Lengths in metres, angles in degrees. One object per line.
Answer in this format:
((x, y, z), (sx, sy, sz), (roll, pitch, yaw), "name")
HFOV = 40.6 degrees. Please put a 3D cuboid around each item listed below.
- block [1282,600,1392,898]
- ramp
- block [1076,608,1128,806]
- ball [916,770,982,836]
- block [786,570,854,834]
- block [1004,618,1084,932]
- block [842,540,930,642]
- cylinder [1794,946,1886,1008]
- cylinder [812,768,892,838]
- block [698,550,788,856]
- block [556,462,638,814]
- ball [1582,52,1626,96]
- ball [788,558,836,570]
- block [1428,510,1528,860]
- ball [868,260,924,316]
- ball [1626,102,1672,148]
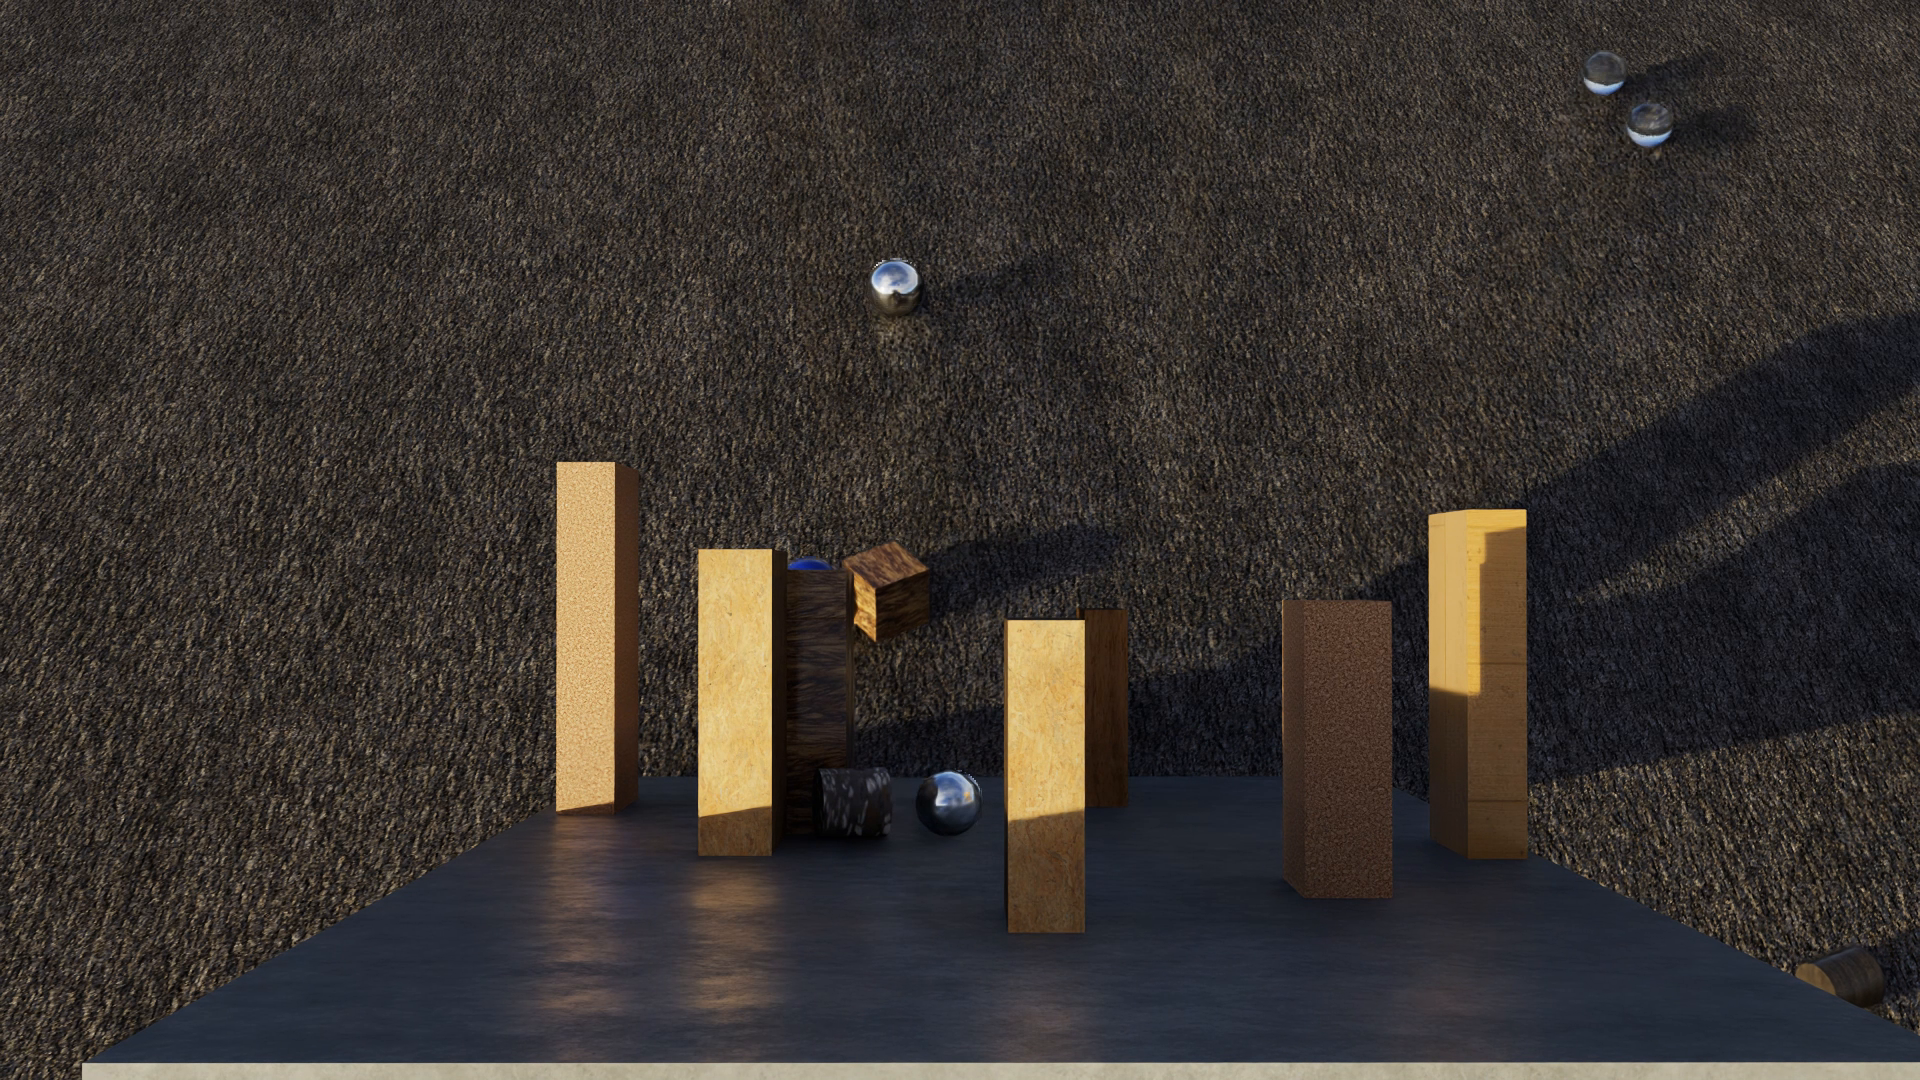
((0.623, 0.339, 4.301), (0.141, 0.476, 0.280), (0, -1, 0), "block")
((0.072, 0.634, 4.737), (2.000, 0.100, 4.000), (0, -1, 0), "ramp")
((0.330, 0.382, 6.046), (0.097, 0.443, 0.400), (0, -1, 0), "block")
((-0.023, 0.525, 5.164), (0.131, 0.131, 0.131), (0, 33, 0), "ball")
((-0.290, 0.329, 5.435), (0.121, 0.531, 0.419), (0, -1, 0), "block")
((0.125, 0.345, 3.911), (0.111, 0.452, 0.314), (0, -1, 0), "block")
((-0.214, 0.147, 7.457), (0.182, 0.182, 0.182), (-20, 37, -28), "block")
((2.066, 1.042, 6.089), (0.144, 0.144, 0.144), (-15, 35, -22), "cylinder")
((-0.216, 0.522, 5.156), (0.137, 0.137, 0.137), (0, 32, -13), "cylinder")
((-0.417, 0.305, 5.025), (0.136, 0.567, 0.441), (0, -1, 0), "block")
((-0.816, 0.218, 5.863), (0.126, 0.768, 0.423), (0, -1, 0), "block")
((2.664, -1.928, 10.716), (0.178, 0.178, 0.178), (0, 33, 0), "ball")
((-0.429, 0.152, 7.434), (0.199, 0.199, 0.199), (0, 33, 0), "ball")
((0.983, 0.267, 4.939), (0.109, 0.639, 0.386), (0, -1, 0), "block")
((-0.226, -0.879, 9.055), (0.195, 0.195, 0.195), (0, 33, 0), "ball")
((2.732, -1.644, 10.272), (0.177, 0.177, 0.177), (0, 33, 0), "ball")
